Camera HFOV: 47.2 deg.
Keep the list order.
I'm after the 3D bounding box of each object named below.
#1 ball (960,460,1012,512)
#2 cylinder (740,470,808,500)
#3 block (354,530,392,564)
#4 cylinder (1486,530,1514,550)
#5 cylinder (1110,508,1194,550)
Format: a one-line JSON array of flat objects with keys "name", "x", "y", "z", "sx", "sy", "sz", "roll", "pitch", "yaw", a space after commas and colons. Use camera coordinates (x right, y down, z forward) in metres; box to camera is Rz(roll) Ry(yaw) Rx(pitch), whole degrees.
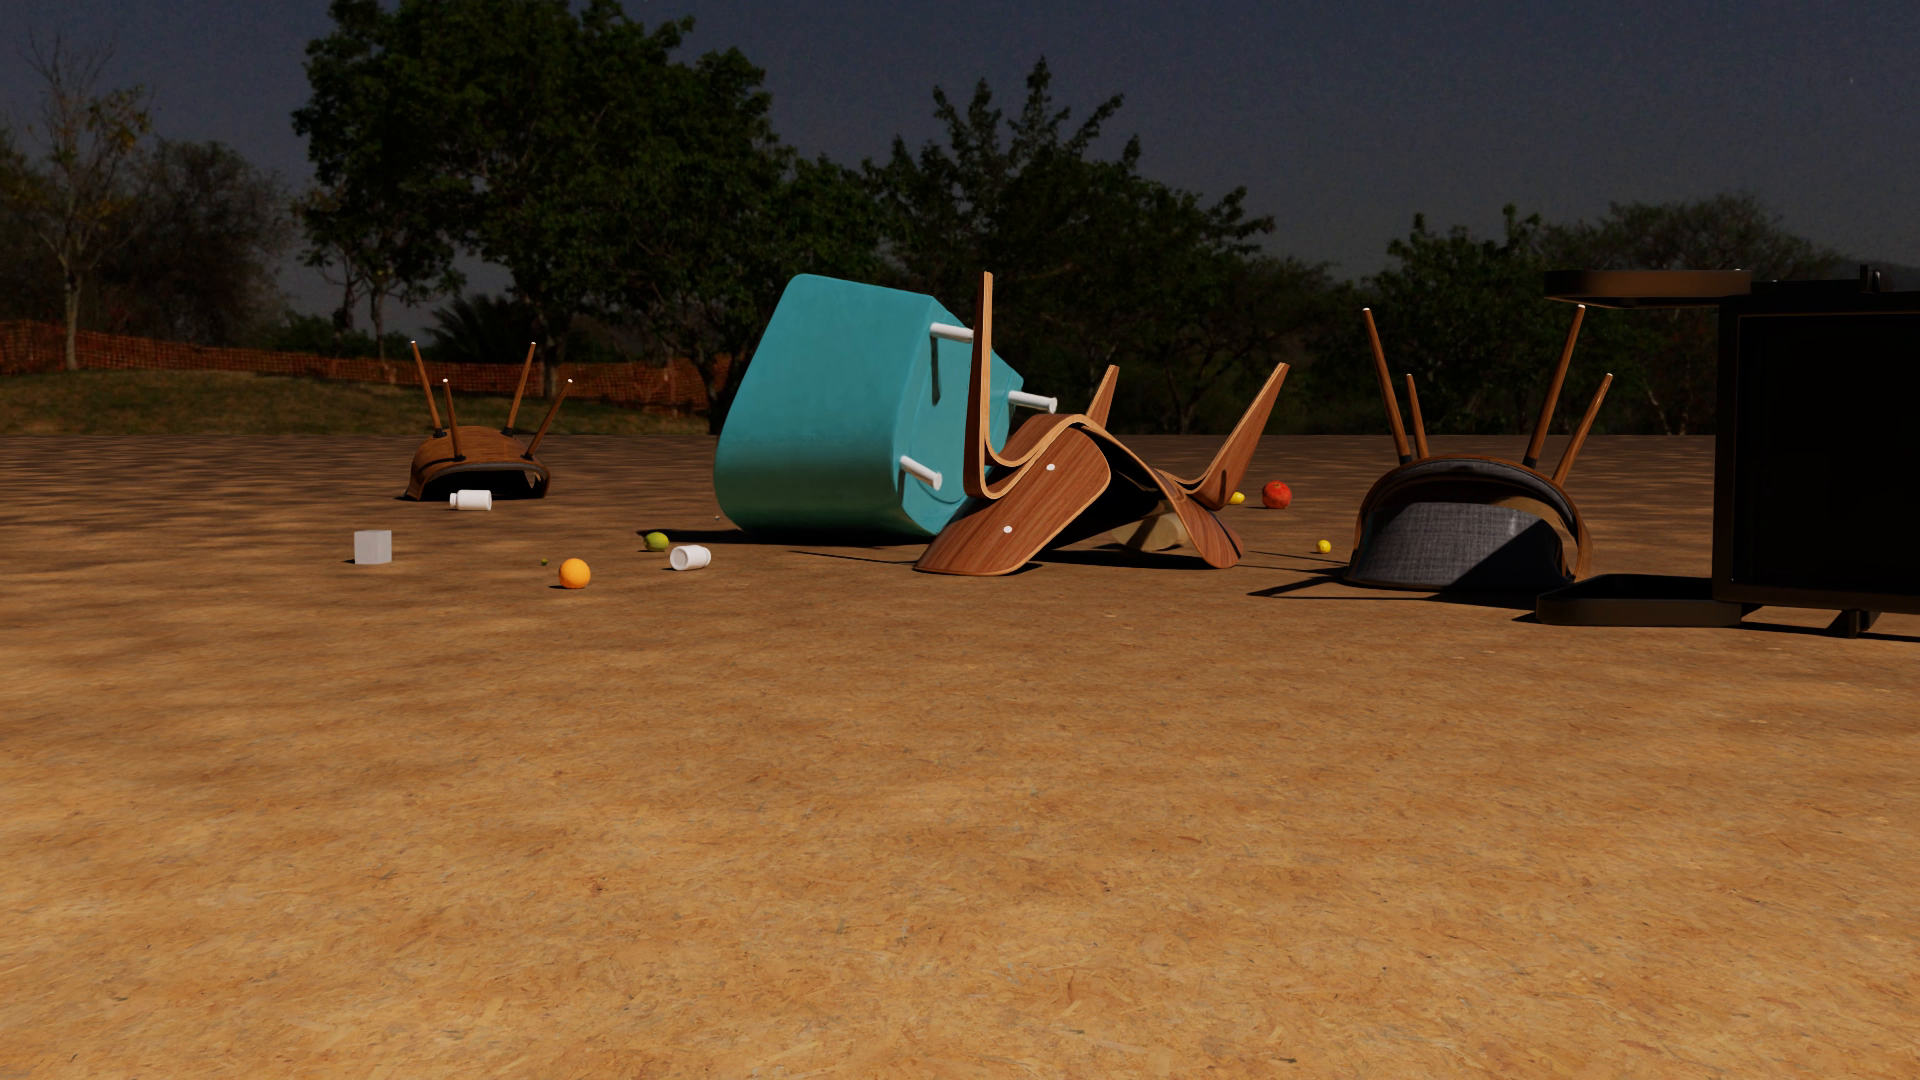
[{"name": "ball", "x": 0.095, "y": -0.199, "z": 8.047, "sx": 0.192, "sy": 0.192, "sz": 0.192, "roll": 0, "pitch": 4, "yaw": 0}, {"name": "cylinder", "x": -0.765, "y": -0.227, "z": 9.010, "sx": 0.256, "sy": 0.116, "sz": 0.113, "roll": -2, "pitch": -13, "yaw": -22}, {"name": "block", "x": -1.518, "y": 0.018, "z": 5.689, "sx": 0.062, "sy": 0.082, "sz": 0.085, "roll": 1, "pitch": 4, "yaw": 10}, {"name": "cylinder", "x": 1.510, "y": 0.001, "z": 6.151, "sx": 0.061, "sy": 0.051, "sz": 0.080, "roll": -3, "pitch": 5, "yaw": -36}, {"name": "cylinder", "x": 0.544, "y": -0.031, "z": 6.196, "sx": 0.194, "sy": 0.107, "sz": 0.193, "roll": 8, "pitch": 6, "yaw": 19}]
